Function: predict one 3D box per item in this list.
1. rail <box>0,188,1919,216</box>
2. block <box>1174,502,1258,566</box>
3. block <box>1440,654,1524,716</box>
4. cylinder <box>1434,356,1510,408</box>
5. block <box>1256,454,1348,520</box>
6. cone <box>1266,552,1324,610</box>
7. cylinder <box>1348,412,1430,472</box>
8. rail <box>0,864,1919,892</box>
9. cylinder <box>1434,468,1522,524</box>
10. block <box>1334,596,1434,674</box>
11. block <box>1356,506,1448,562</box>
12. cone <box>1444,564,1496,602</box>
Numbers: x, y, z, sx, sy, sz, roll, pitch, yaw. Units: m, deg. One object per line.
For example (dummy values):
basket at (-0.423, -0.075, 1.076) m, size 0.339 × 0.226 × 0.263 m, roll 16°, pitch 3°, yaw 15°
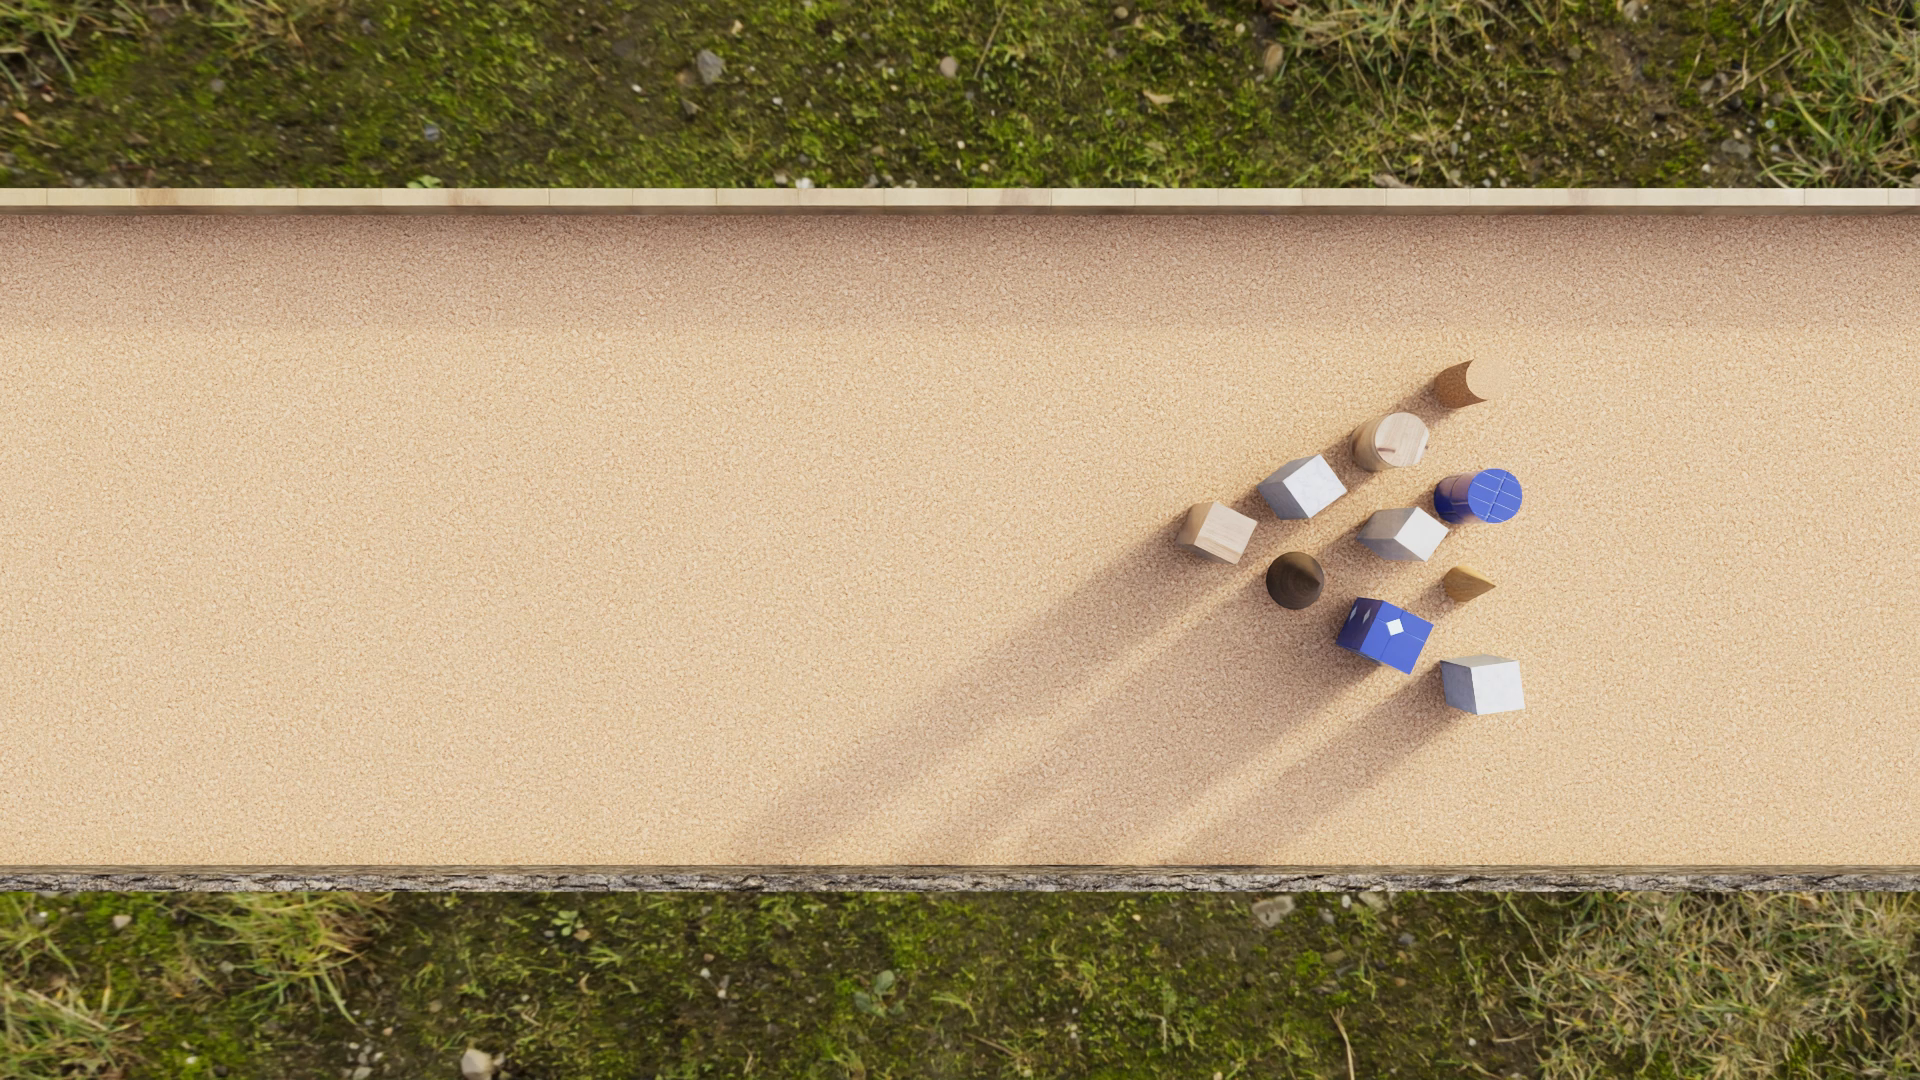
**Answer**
rail at (-2.247, -1.025, 5.002) m, size 12.000 × 0.150 × 0.050 m, roll 0°, pitch 90°, yaw 0°
block at (0.749, -0.019, 4.864) m, size 0.135 × 0.425 × 0.135 m, roll 26°, pitch 90°, yaw 0°
block at (1.557, 0.429, 4.924) m, size 0.140 × 0.305 × 0.140 m, roll -8°, pitch 90°, yaw 0°
cylinder at (1.524, -0.469, 4.916) m, size 0.129 × 0.320 × 0.129 m, roll 0°, pitch 90°, yaw 0°
block at (1.000, -0.152, 4.863) m, size 0.130 × 0.427 × 0.130 m, roll -36°, pitch 90°, yaw 0°
cone at (1.032, 0.125, 4.898) m, size 0.179 × 0.356 × 0.179 m, roll 0°, pitch 90°, yaw 0°
cylinder at (1.274, -0.289, 4.913) m, size 0.157 × 0.326 × 0.157 m, roll 0°, pitch 90°, yaw 0°
rail at (-2.247, 1.025, 5.001) m, size 12.000 × 0.150 × 0.050 m, roll 0°, pitch 90°, yaw 0°
cylinder at (1.536, -0.127, 4.905) m, size 0.158 × 0.342 × 0.158 m, roll 0°, pitch 90°, yaw 0°
block at (1.261, 0.282, 4.919) m, size 0.161 × 0.316 × 0.161 m, roll 26°, pitch 90°, yaw 0°
block at (1.294, -0.016, 4.850) m, size 0.110 × 0.454 × 0.110 m, roll 36°, pitch 90°, yaw 0°
cone at (1.547, 0.134, 4.913) m, size 0.114 × 0.327 × 0.114 m, roll 0°, pitch 90°, yaw 0°
